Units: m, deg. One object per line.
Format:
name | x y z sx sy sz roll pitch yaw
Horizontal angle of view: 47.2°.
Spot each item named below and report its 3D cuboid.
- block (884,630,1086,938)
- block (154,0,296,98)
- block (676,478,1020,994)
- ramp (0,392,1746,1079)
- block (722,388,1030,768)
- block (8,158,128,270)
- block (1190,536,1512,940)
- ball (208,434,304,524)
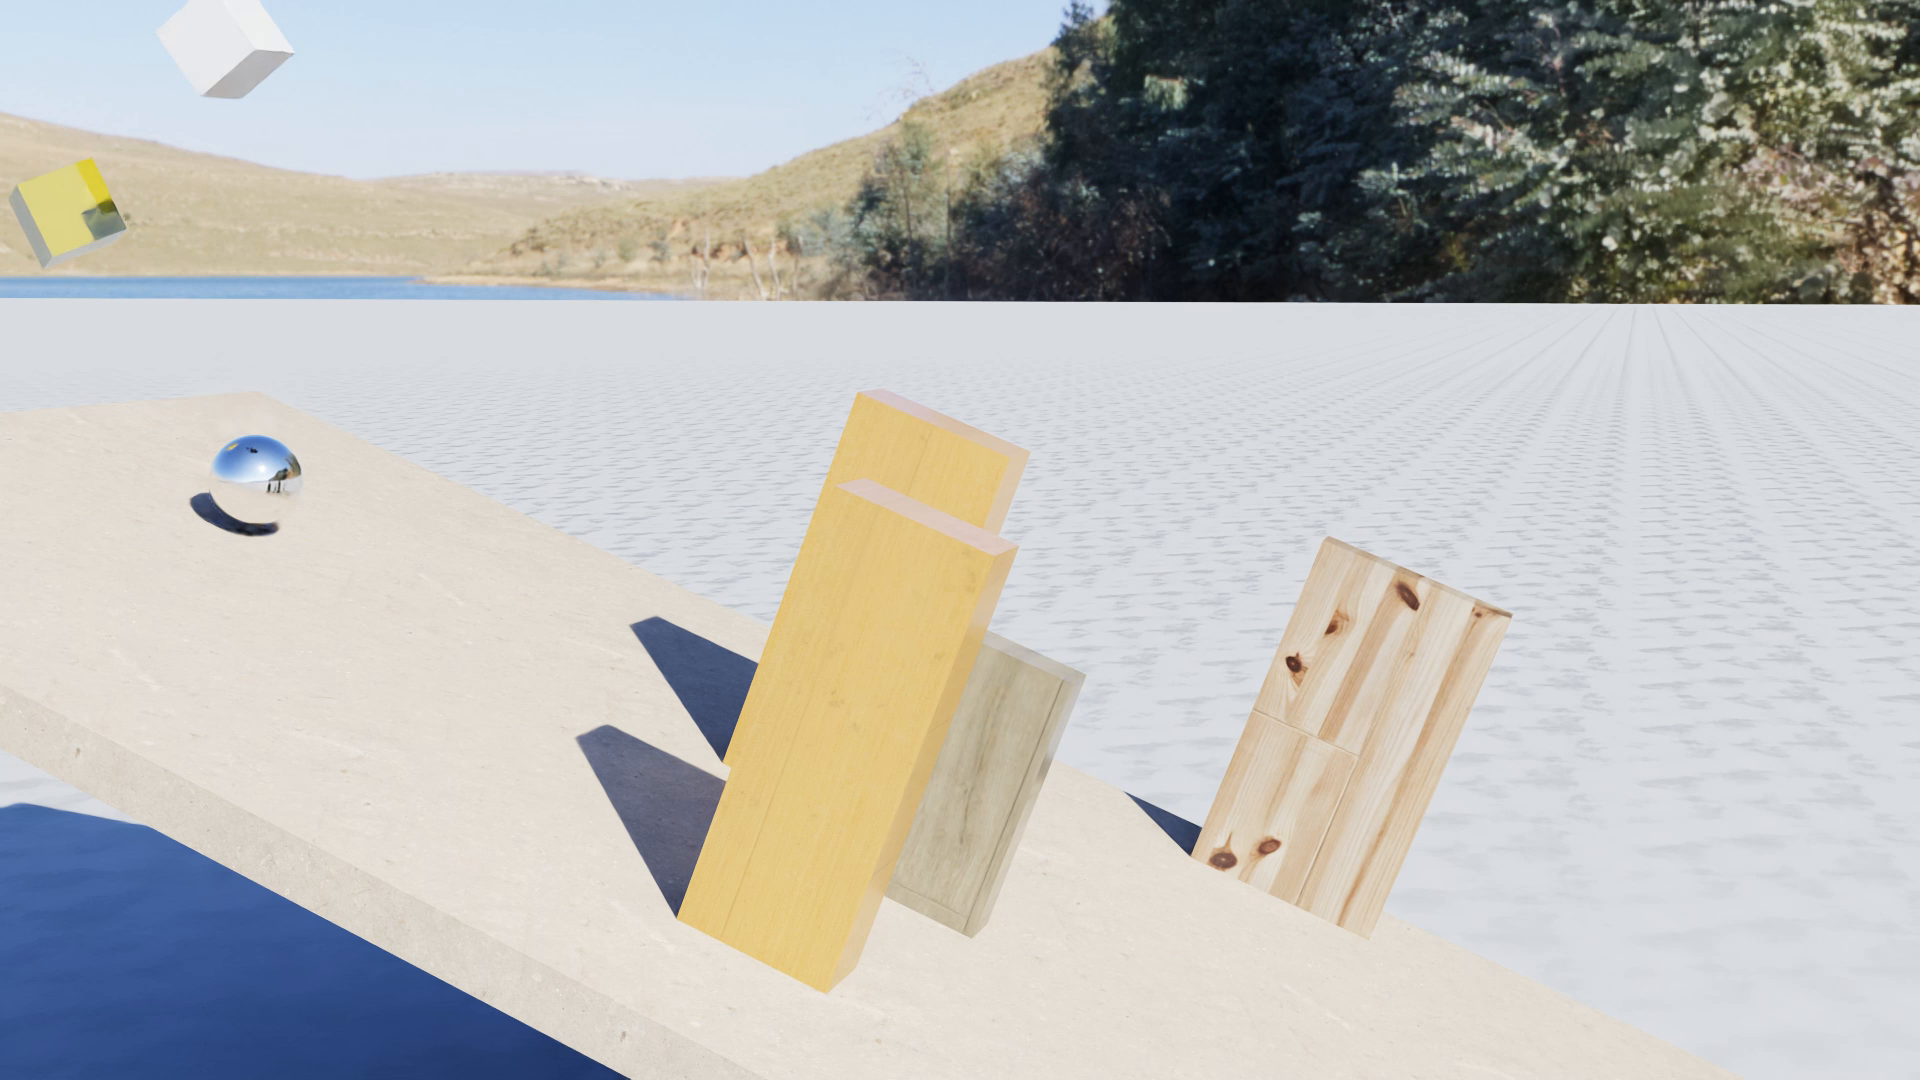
block | -0.014 0.414 3.937 0.307 0.504 0.096 24 13 13
block | -1.426 -0.966 4.270 0.151 0.151 0.151 -35 1 16
block | -0.182 0.311 3.503 0.276 0.764 0.139 24 13 13
ramp | -0.316 0.567 4.200 4.000 0.100 2.000 24 13 13
block | -0.164 0.134 4.236 0.319 0.781 0.145 24 13 13
block | -1.927 -0.703 4.745 0.165 0.165 0.165 -29 11 -28
block | 0.827 0.421 4.678 0.415 0.754 0.084 24 13 13
ball | -1.449 -0.124 4.525 0.186 0.186 0.186 0 7 0
